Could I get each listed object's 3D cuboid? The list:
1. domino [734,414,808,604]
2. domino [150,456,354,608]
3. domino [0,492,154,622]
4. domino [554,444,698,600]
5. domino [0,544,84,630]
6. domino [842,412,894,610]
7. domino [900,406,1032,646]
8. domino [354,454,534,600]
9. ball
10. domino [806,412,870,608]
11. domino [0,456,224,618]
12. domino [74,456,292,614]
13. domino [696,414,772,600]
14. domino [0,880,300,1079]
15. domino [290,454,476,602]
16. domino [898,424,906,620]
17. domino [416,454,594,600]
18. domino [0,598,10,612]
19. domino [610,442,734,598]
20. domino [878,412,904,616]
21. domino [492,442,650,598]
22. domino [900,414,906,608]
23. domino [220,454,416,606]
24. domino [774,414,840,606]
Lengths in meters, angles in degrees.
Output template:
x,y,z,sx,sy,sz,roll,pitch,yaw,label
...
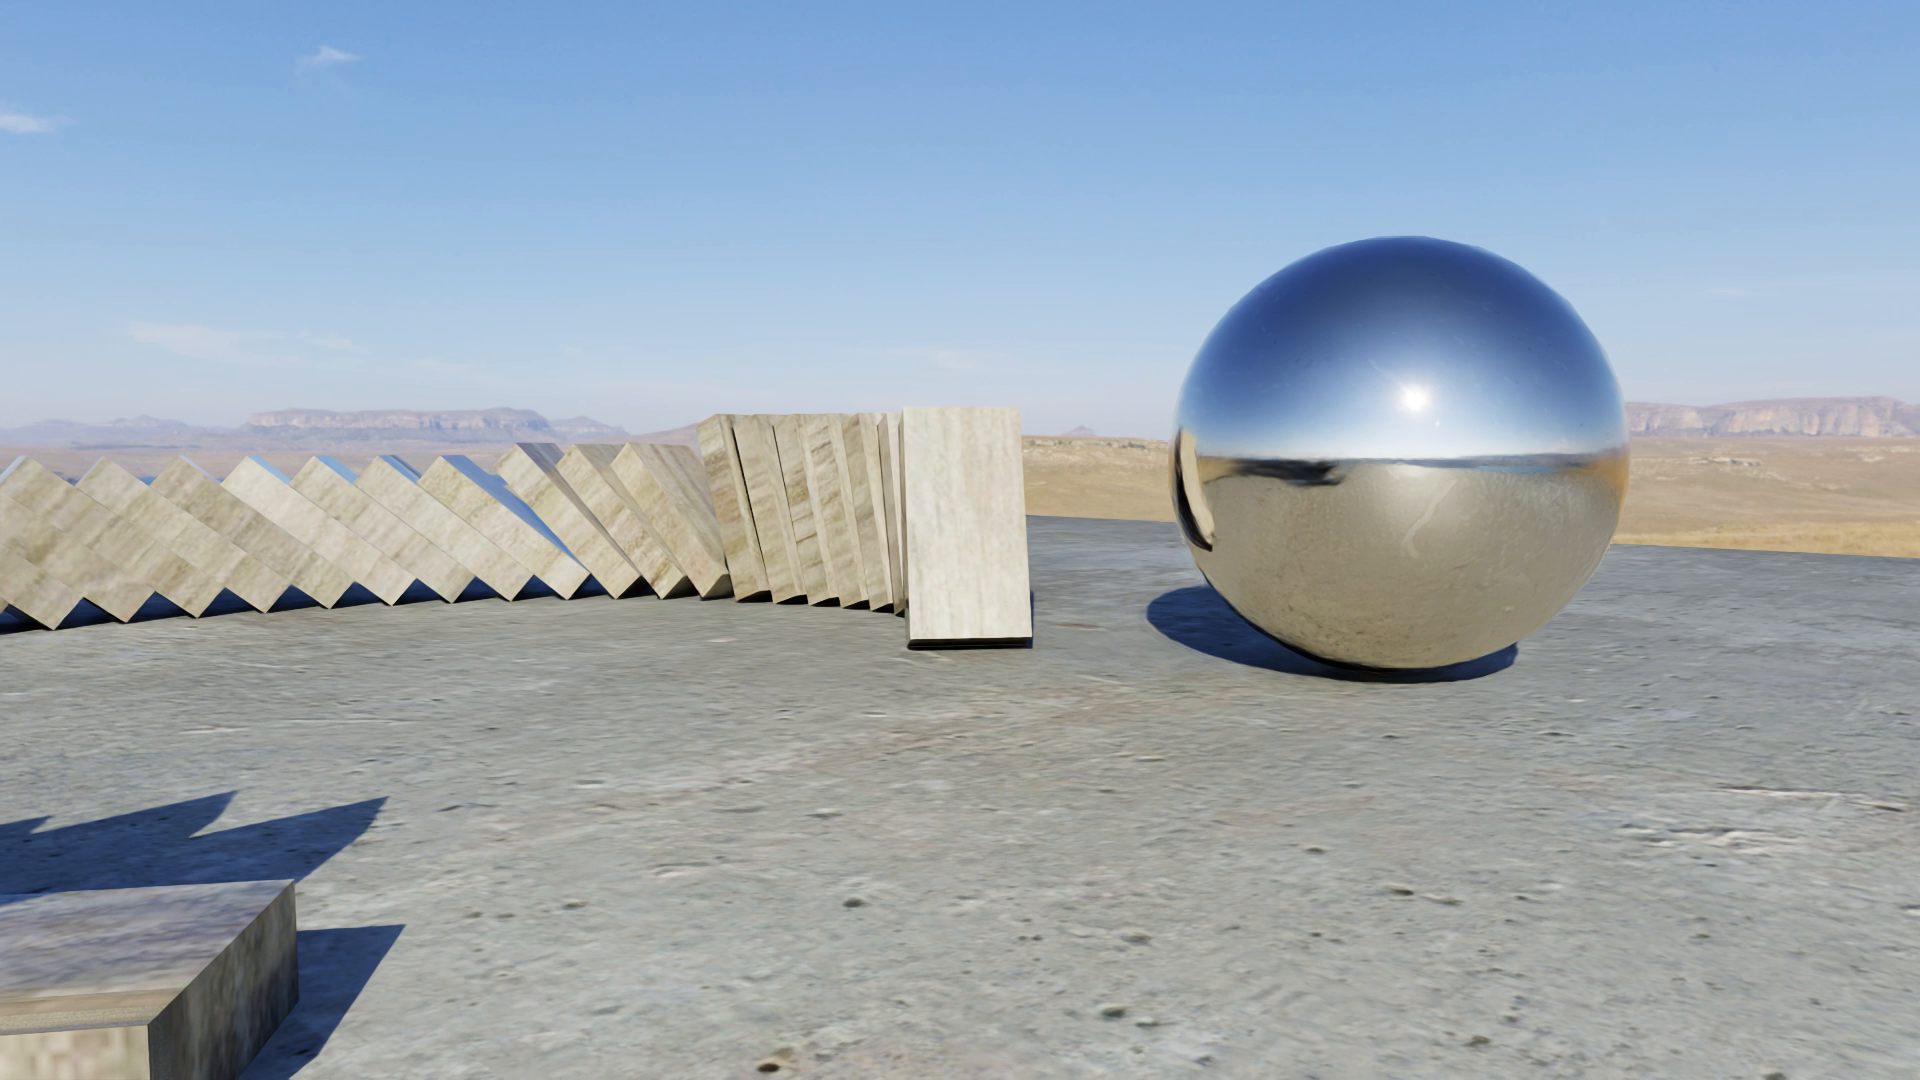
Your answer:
x,y,z,sx,sy,sz,roll,pitch,yaw,label
-0.044,-0.009,0.351,0.010,0.050,0.025,-20,-10,39,domino
-0.182,-0.002,0.332,0.050,0.009,0.025,43,-16,-24,domino
-0.217,0.000,0.301,0.025,0.009,0.050,4,-35,48,domino
-0.090,-0.006,0.366,0.010,0.050,0.025,-45,-12,18,domino
-0.227,0.001,0.287,0.025,0.009,0.050,3,-35,40,domino
-0.014,-0.008,0.334,0.025,0.050,0.009,-3,-13,-33,domino
0.001,-0.003,0.272,0.025,0.050,0.010,-1,-14,-7,domino
-0.140,-0.004,0.354,0.050,0.009,0.025,40,-5,-13,domino
0.079,-0.015,0.237,0.080,0.080,0.080,0,4,0,ball
-0.023,-0.008,0.341,0.025,0.050,0.009,-4,-12,-41,domino
-0.206,-0.001,0.311,0.025,0.009,0.050,5,-34,50,domino
-0.195,-0.001,0.322,0.050,0.010,0.025,44,-20,-28,domino
-0.055,-0.009,0.355,0.010,0.050,0.025,-22,-12,38,domino
-0.073,0.032,0.081,0.050,0.009,0.025,-1,4,-10,domino
-0.155,-0.003,0.348,0.050,0.009,0.025,41,-8,-16,domino
-0.001,-0.006,0.312,0.025,0.050,0.009,-1,-14,-7,domino
-0.125,-0.004,0.359,0.050,0.009,0.025,40,-1,-8,domino
-0.234,0.002,0.273,0.025,0.009,0.050,3,-36,33,domino
-0.075,-0.006,0.364,0.050,0.010,0.025,51,24,19,domino
-0.005,-0.007,0.324,0.025,0.050,0.010,-1,-14,-18,domino
-0.107,-0.006,0.364,0.010,0.050,0.025,-43,-1,7,domino
0.000,-0.004,0.282,0.025,0.050,0.010,-1,-14,-7,domino
-0.169,-0.003,0.341,0.050,0.010,0.025,41,-12,-20,domino
-0.033,-0.009,0.347,0.025,0.050,0.010,-4,-12,-43,domino
